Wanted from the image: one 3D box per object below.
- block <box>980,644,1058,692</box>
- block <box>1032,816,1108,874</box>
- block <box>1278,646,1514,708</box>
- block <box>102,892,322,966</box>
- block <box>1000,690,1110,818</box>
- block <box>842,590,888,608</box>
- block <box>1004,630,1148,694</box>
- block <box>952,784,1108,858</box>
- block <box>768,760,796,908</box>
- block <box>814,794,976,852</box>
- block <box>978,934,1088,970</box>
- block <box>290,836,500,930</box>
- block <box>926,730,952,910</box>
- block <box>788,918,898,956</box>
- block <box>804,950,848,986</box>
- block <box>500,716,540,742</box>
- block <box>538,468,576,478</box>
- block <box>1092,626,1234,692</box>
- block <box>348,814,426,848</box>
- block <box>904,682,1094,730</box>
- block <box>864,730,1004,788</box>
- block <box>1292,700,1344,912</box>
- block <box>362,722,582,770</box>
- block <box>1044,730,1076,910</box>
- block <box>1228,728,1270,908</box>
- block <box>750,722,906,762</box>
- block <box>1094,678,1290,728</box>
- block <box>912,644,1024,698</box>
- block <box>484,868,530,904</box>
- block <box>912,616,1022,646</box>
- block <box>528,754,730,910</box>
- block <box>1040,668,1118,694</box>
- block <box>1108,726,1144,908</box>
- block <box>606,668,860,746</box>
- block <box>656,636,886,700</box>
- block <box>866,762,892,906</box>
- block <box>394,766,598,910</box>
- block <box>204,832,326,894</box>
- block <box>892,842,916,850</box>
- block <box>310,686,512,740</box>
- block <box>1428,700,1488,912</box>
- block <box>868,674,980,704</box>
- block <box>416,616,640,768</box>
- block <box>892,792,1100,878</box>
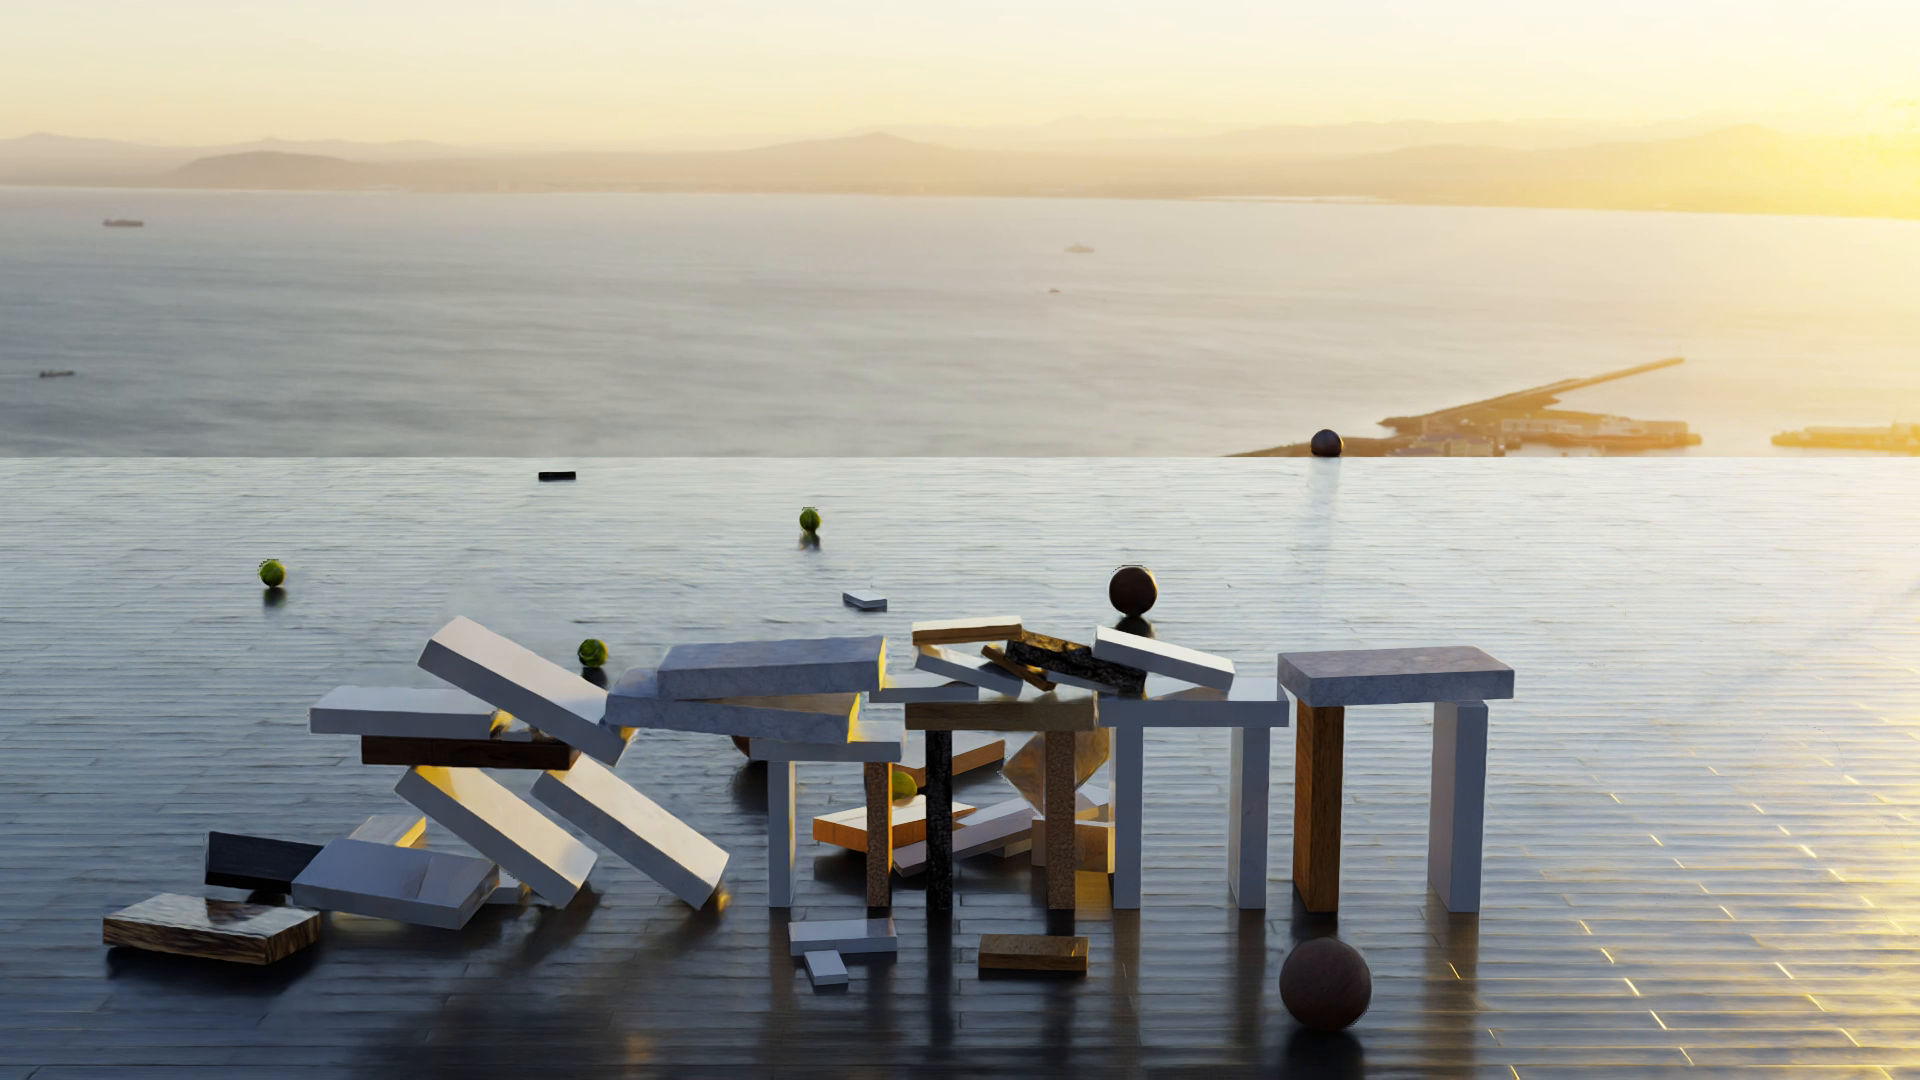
[{"bbox_3d":[0.098,0.209,3.606,0.124,0.017,0.060,31,8,18],"label":"block"},{"bbox_3d":[0.206,0.526,3.790,0.165,0.082,0.023,4,11,19],"label":"block"},{"bbox_3d":[0.715,0.223,3.622,0.345,0.049,0.172,-2,11,-9],"label":"block"},{"bbox_3d":[-1.168,0.607,3.439,0.294,0.042,0.147,3,7,18],"label":"block"},{"bbox_3d":[0.191,0.358,3.794,0.115,0.230,0.033,46,9,16],"label":"block"},{"bbox_3d":[-0.257,0.159,5.938,0.068,0.019,0.136,-6,12,-28],"label":"block"},{"bbox_3d":[0.192,0.197,3.607,0.230,0.033,0.115,14,9,4],"label":"block"},{"bbox_3d":[0.146,0.507,4.011,0.138,0.039,0.337,10,15,43],"label":"block"},{"bbox_3d":[-0.295,0.470,3.643,0.035,0.246,0.123,0,11,0],"label":"block"},{"bbox_3d":[-0.115,0.507,3.940,0.138,0.039,0.275,7,8,42],"label":"block"},{"bbox_3d":[0.113,0.633,3.376,0.165,0.023,0.082,1,11,5],"label":"block"},{"bbox_3d":[-0.919,0.559,3.588,0.294,0.042,0.147,6,24,13],"label":"block"},{"bbox_3d":[-0.035,0.441,3.638,0.043,0.303,0.152,0,11,-1],"label":"block"},{"bbox_3d":[-0.185,0.621,3.440,0.165,0.023,0.082,-1,11,-7],"label":"block"},{"bbox_3d":[-0.203,0.646,3.327,0.050,0.014,0.101,-2,11,-12],"label":"block"},{"bbox_3d":[-0.713,0.308,3.585,0.050,0.014,0.101,3,10,-1],"label":"block"},{"bbox_3d":[-1.489,-0.248,8.130,0.136,0.019,0.068,-2,11,-9],"label":"block"},{"bbox_3d":[0.332,0.195,3.615,0.230,0.033,0.115,14,9,1],"label":"block"},{"bbox_3d":[-1.028,0.532,3.903,0.098,0.028,0.196,0,11,5],"label":"block"},{"bbox_3d":[0.065,0.271,3.605,0.303,0.043,0.152,0,11,1],"label":"block"},{"bbox_3d":[-0.050,0.434,4.400,0.138,0.039,0.275,8,13,38],"label":"block"},{"bbox_3d":[0.592,0.421,3.636,0.049,0.345,0.172,0,11,0],"label":"block"},{"bbox_3d":[-0.796,0.329,3.631,0.337,0.048,0.168,2,10,1],"label":"block"},{"bbox_3d":[0.165,0.440,3.642,0.043,0.303,0.152,-1,11,0],"label":"block"},{"bbox_3d":[0.478,0.438,3.646,0.043,0.307,0.153,0,11,0],"label":"block"},{"bbox_3d":[-0.216,0.331,3.623,0.246,0.035,0.123,1,11,3],"label":"block"},{"bbox_3d":[0.377,0.266,3.614,0.307,0.043,0.153,0,11,0],"label":"block"},{"bbox_3d":[0.012,0.210,3.580,0.177,0.025,0.089,16,10,-7],"label":"block"},{"bbox_3d":[-0.824,0.575,3.671,0.196,0.028,0.098,1,11,3],"label":"block"},{"bbox_3d":[0.012,0.148,3.595,0.177,0.025,0.089,-4,7,0],"label":"block"},{"bbox_3d":[-0.546,0.473,3.654,0.337,0.048,0.168,35,10,-4],"label":"block"},{"bbox_3d":[0.196,0.226,3.591,0.120,0.017,0.060,12,9,-9],"label":"block"},{"bbox_3d":[0.274,0.438,3.646,0.043,0.307,0.153,0,11,0],"label":"block"},{"bbox_3d":[-0.370,0.273,3.618,0.393,0.050,0.177,5,11,2],"label":"block"},{"bbox_3d":[-0.303,0.209,3.595,0.355,0.050,0.177,-3,11,2],"label":"block"},{"bbox_3d":[-0.133,0.469,3.645,0.035,0.246,0.123,0,11,1],"label":"block"},{"bbox_3d":[-0.766,0.471,3.651,0.337,0.048,0.168,37,9,-5],"label":"block"},{"bbox_3d":[-1.144,0.537,3.634,0.196,0.028,0.098,12,30,-26],"label":"block"},{"bbox_3d":[-0.091,0.547,3.855,0.120,0.017,0.060,3,11,13],"label":"block"},{"bbox_3d":[-0.898,0.283,3.615,0.294,0.042,0.147,2,11,3],"label":"block"},{"bbox_3d":[0.822,0.421,3.636,0.049,0.345,0.172,0,11,0],"label":"block"},{"bbox_3d":[-0.059,0.241,3.582,0.177,0.025,0.089,-1,11,-2],"label":"block"},{"bbox_3d":[-0.697,0.245,3.607,0.355,0.050,0.177,28,11,-3],"label":"block"},{"bbox_3d":[0.059,0.512,3.835,0.376,0.019,0.068,-15,22,-20],"label":"block"}]
